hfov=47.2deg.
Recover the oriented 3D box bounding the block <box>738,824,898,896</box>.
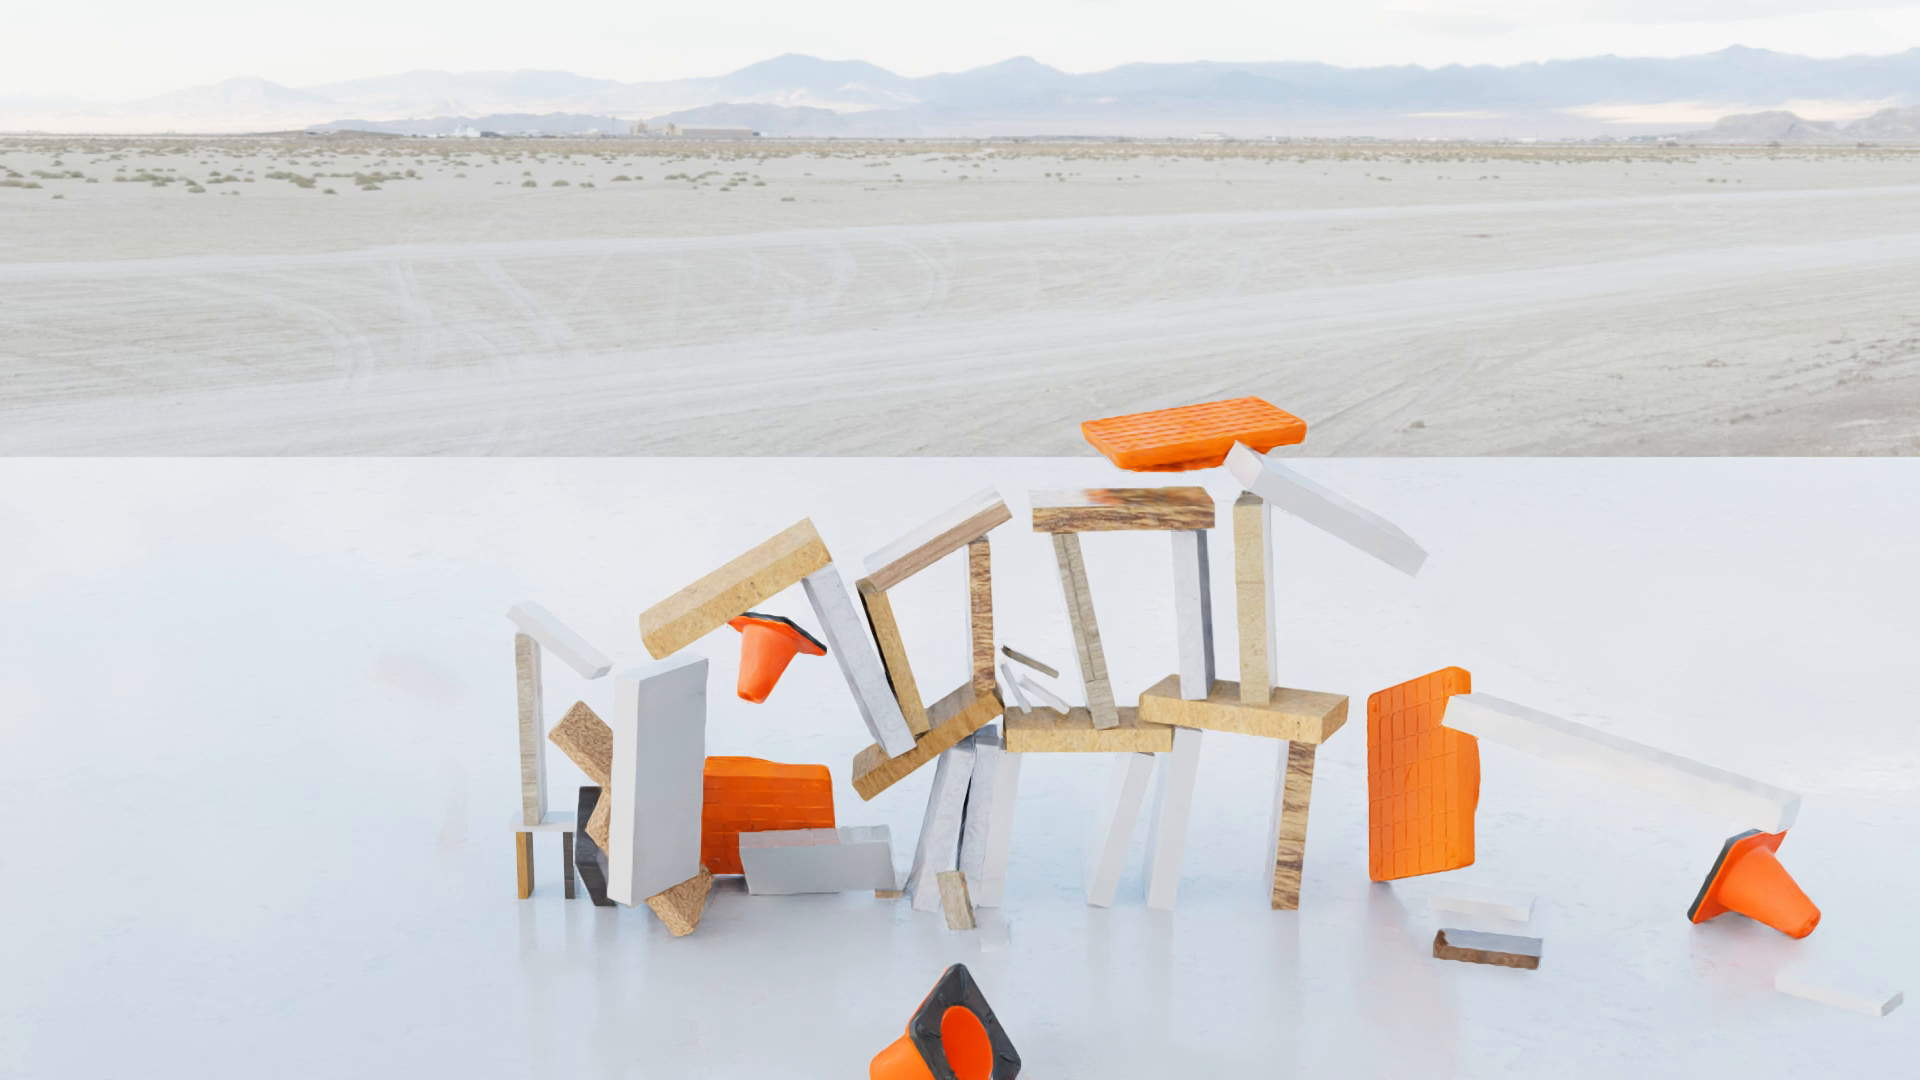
[{"bbox_3d":[-0.232,0.528,3.622,0.246,0.123,0.035,-3,43,4],"label":"block"}]

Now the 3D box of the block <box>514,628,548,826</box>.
[{"bbox_3d":[-0.704,0.302,3.612,0.025,0.322,0.087,-1,11,0],"label":"block"}]

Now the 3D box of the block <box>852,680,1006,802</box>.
[{"bbox_3d":[-0.053,0.319,3.613,0.274,0.039,0.137,-34,12,6],"label":"block"}]

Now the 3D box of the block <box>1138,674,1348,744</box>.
[{"bbox_3d":[0.461,0.272,3.571,0.305,0.043,0.153,6,12,25],"label":"block"}]

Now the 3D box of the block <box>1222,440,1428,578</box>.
[{"bbox_3d":[0.588,-0.051,3.544,0.319,0.045,0.160,26,12,-15],"label":"block"}]

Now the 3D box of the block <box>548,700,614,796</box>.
[{"bbox_3d":[-0.548,0.334,3.393,0.025,0.174,0.087,-40,10,30],"label":"block"}]

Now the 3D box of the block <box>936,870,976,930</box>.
[{"bbox_3d":[-0.006,0.559,3.410,0.046,0.092,0.013,-10,5,37],"label":"block"}]

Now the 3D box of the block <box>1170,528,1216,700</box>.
[{"bbox_3d":[0.379,0.103,3.572,0.040,0.285,0.143,-2,10,13],"label":"block"}]

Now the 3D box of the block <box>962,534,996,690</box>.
[{"bbox_3d":[0.030,0.108,3.575,0.035,0.245,0.122,-4,13,-5],"label":"block"}]

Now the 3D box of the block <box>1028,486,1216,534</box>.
[{"bbox_3d":[0.254,-0.049,3.500,0.285,0.040,0.143,-1,12,-1],"label":"block"}]

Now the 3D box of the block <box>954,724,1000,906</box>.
[{"bbox_3d":[0.026,0.453,3.647,0.039,0.274,0.137,7,11,-2],"label":"block"}]

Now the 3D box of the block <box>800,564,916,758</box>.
[{"bbox_3d":[-0.171,0.184,3.557,0.046,0.322,0.161,-26,15,-9],"label":"block"}]

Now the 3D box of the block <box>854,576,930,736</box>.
[{"bbox_3d":[-0.110,0.187,3.582,0.035,0.245,0.122,-19,14,-6],"label":"block"}]

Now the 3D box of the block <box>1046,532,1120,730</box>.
[{"bbox_3d":[0.196,0.129,3.562,0.040,0.329,0.143,-13,13,-1],"label":"block"}]

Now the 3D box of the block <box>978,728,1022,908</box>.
[{"bbox_3d":[0.065,0.458,3.641,0.038,0.266,0.133,7,11,-2],"label":"block"}]

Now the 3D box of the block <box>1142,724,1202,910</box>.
[{"bbox_3d":[0.349,0.438,3.635,0.043,0.305,0.153,8,12,-1],"label":"block"}]

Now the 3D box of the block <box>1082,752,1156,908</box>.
[{"bbox_3d":[0.261,0.458,3.638,0.038,0.266,0.133,15,11,-5],"label":"block"}]

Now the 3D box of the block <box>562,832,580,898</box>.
[{"bbox_3d":[-0.646,0.532,3.661,0.016,0.116,0.058,0,11,0],"label":"block"}]

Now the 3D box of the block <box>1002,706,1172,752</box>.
[{"bbox_3d":[0.206,0.309,3.603,0.266,0.038,0.133,0,12,-2],"label":"block"}]

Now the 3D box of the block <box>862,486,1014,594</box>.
[{"bbox_3d":[-0.038,-0.002,3.536,0.245,0.035,0.122,-30,14,0],"label":"block"}]

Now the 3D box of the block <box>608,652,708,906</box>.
[{"bbox_3d":[-0.456,0.359,3.329,0.046,0.354,0.161,13,16,31],"label":"block"}]

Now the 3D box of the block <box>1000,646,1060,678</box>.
[{"bbox_3d":[0.115,0.200,3.605,0.092,0.013,0.046,25,1,-21],"label":"block"}]

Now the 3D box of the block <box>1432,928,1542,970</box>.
[{"bbox_3d":[0.814,0.630,3.392,0.158,0.022,0.079,4,11,18],"label":"block"}]

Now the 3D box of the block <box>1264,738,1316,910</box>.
[{"bbox_3d":[0.546,0.439,3.636,0.043,0.305,0.153,5,11,2],"label":"block"}]

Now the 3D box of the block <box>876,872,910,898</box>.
[{"bbox_3d":[-0.113,0.579,3.692,0.046,0.013,0.092,1,11,6],"label":"block"}]

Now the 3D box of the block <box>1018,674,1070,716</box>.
[{"bbox_3d":[0.137,0.253,3.601,0.092,0.013,0.046,33,5,-3],"label":"block"}]

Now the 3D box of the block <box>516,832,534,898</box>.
[{"bbox_3d":[-0.724,0.532,3.661,0.016,0.116,0.058,0,11,0],"label":"block"}]

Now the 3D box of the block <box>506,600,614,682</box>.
[{"bbox_3d":[-0.649,0.162,3.573,0.174,0.025,0.087,37,8,6],"label":"block"}]

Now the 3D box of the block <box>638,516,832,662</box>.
[{"bbox_3d":[-0.364,0.077,3.540,0.322,0.046,0.161,-30,15,-2],"label":"block"}]

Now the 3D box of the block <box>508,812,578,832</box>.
[{"bbox_3d":[-0.685,0.467,3.649,0.116,0.016,0.058,0,11,0],"label":"block"}]

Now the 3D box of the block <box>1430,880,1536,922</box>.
[{"bbox_3d":[0.857,0.591,3.603,0.158,0.022,0.079,4,11,23],"label":"block"}]

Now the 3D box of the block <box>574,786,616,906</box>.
[{"bbox_3d":[-0.580,0.493,3.524,0.035,0.123,0.246,-1,-25,-2],"label":"block"}]

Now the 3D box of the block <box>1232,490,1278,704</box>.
[{"bbox_3d":[0.478,0.090,3.553,0.045,0.319,0.160,-1,10,13],"label":"block"}]

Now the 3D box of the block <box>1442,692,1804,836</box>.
[{"bbox_3d":[0.961,0.320,3.204,0.488,0.045,0.160,18,7,29],"label":"block"}]

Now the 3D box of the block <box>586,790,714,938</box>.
[{"bbox_3d":[-0.485,0.494,3.460,0.035,0.246,0.123,-22,28,25],"label":"block"}]

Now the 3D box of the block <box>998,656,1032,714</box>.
[{"bbox_3d":[0.089,0.237,3.585,0.013,0.092,0.046,-27,10,3],"label":"block"}]

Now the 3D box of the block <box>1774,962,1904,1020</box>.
[{"bbox_3d":[1.290,0.660,3.229,0.158,0.022,0.079,10,14,43],"label":"block"}]

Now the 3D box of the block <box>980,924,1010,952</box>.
[{"bbox_3d":[0.056,0.624,3.450,0.046,0.013,0.092,0,11,1],"label":"block"}]

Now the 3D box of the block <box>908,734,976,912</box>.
[{"bbox_3d":[-0.030,0.459,3.620,0.039,0.274,0.137,13,10,-7],"label":"block"}]
